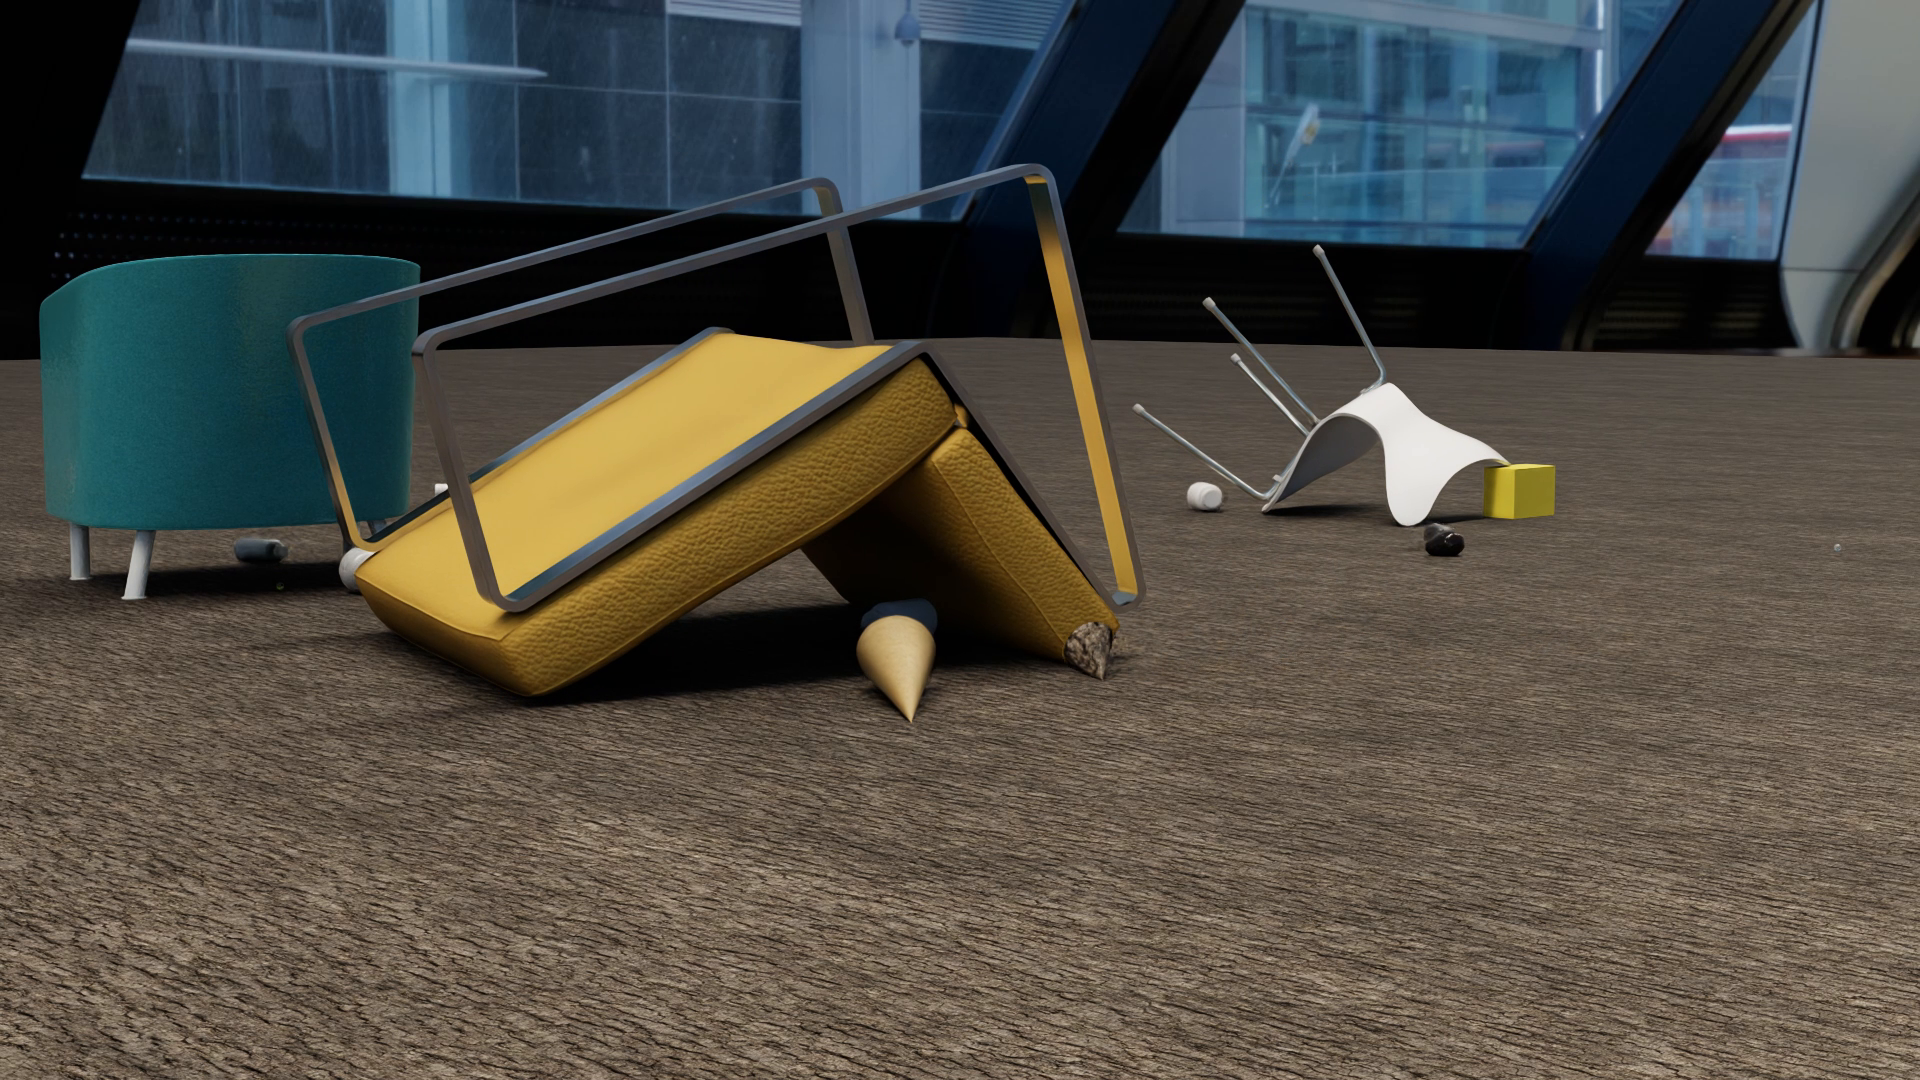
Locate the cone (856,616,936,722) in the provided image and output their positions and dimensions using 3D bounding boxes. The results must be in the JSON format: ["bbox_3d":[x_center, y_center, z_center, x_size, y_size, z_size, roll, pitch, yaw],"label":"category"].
[{"bbox_3d":[-0.087,0.224,3.943,0.128,0.122,0.325,9,15,-8],"label":"cone"}]

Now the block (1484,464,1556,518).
[{"bbox_3d":[1.539,-0.134,7.056,0.186,0.135,0.101,-5,8,-41],"label":"block"}]

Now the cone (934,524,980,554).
[{"bbox_3d":[-0.005,0.012,6.138,0.111,0.078,0.054,-16,-32,-3],"label":"cone"}]

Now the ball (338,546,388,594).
[{"bbox_3d":[-1.240,0.062,5.331,0.099,0.099,0.099,0,6,0],"label":"ball"}]
